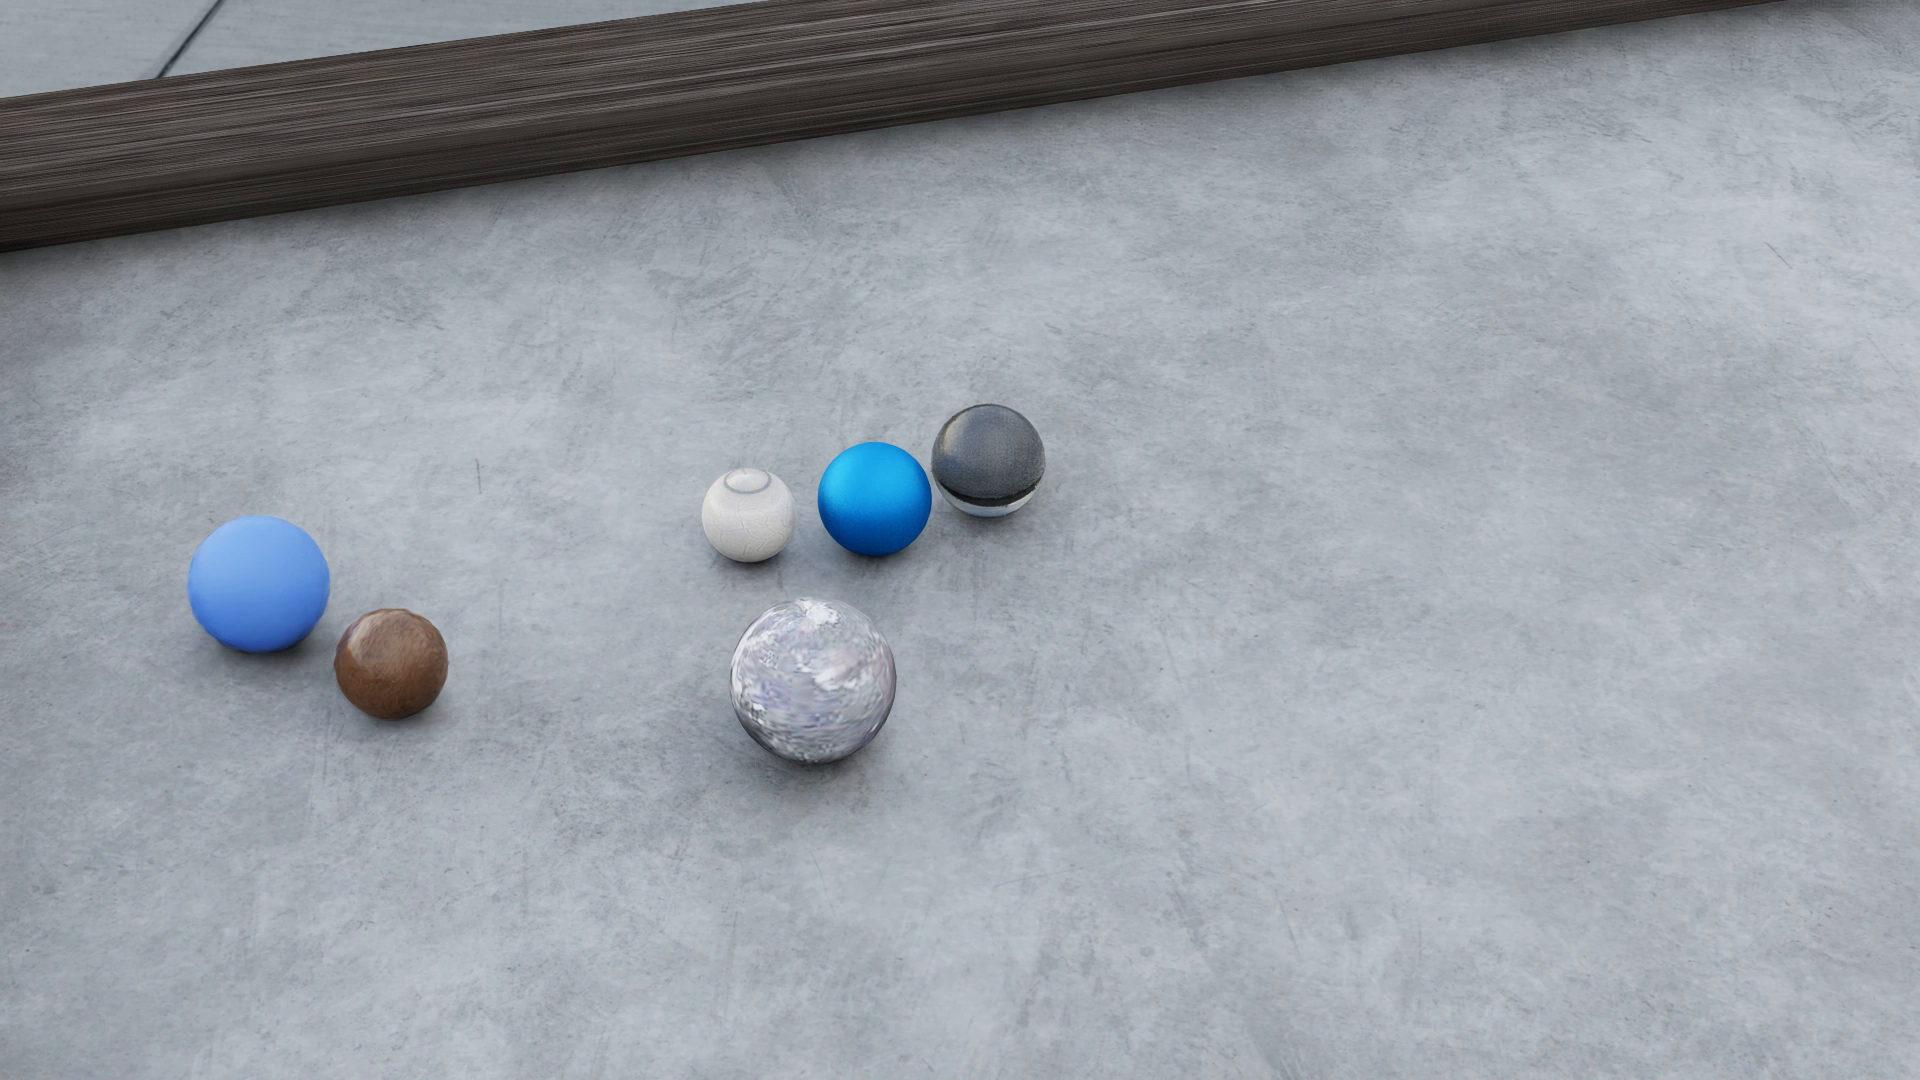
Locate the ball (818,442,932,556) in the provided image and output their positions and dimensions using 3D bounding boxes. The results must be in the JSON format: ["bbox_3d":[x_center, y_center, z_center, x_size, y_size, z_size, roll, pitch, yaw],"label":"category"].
[{"bbox_3d":[-0.054,-0.026,1.636,0.073,0.073,0.073,0,35,0],"label":"ball"}]

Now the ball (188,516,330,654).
[{"bbox_3d":[-0.424,0.027,1.552,0.084,0.084,0.084,0,35,0],"label":"ball"}]

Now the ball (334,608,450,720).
[{"bbox_3d":[-0.333,0.072,1.503,0.066,0.066,0.066,0,35,0],"label":"ball"}]

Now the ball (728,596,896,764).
[{"bbox_3d":[-0.084,0.080,1.466,0.096,0.096,0.096,0,35,0],"label":"ball"}]

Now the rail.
[{"bbox_3d":[0.413,-0.472,2.221,2.527,0.125,0.045,-10,37,-14],"label":"rail"}]

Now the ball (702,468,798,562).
[{"bbox_3d":[-0.134,-0.016,1.633,0.061,0.061,0.061,0,35,0],"label":"ball"}]

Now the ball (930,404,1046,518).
[{"bbox_3d":[0.018,-0.051,1.670,0.075,0.075,0.075,0,35,0],"label":"ball"}]
